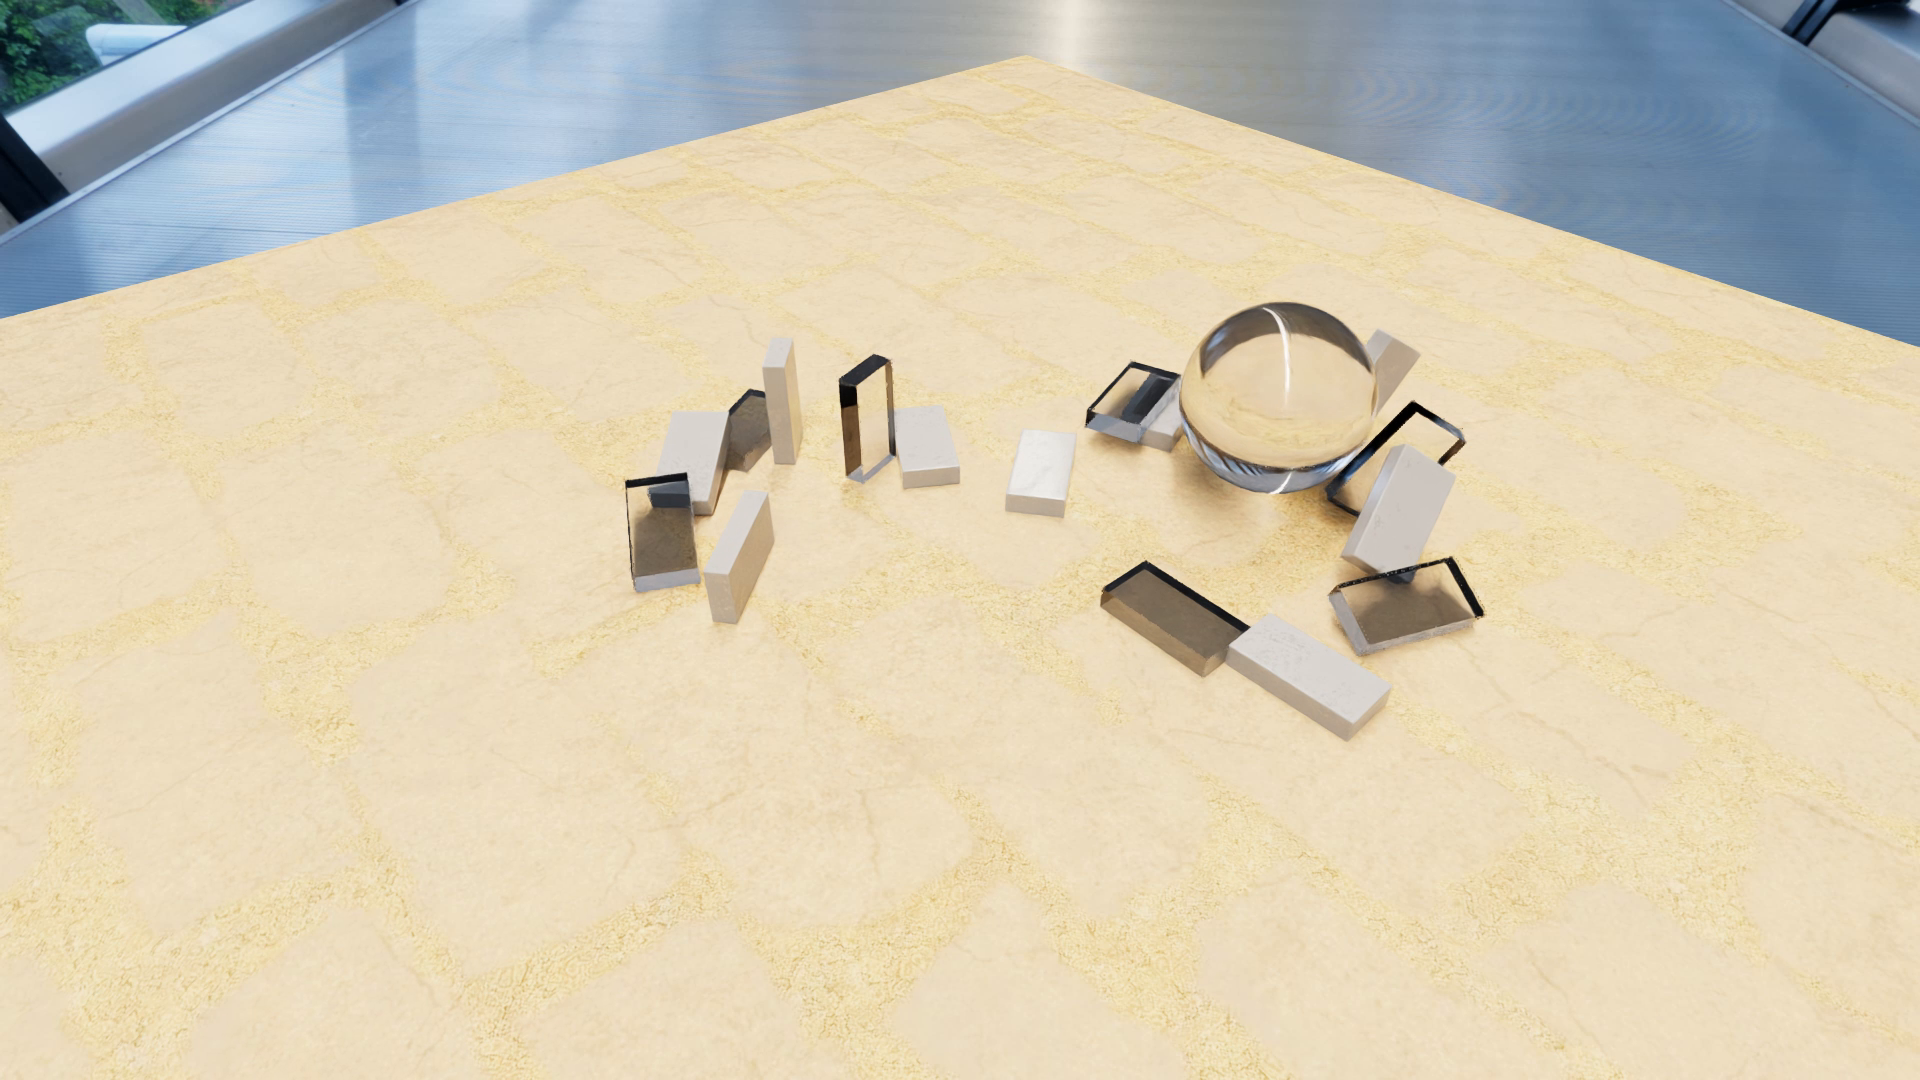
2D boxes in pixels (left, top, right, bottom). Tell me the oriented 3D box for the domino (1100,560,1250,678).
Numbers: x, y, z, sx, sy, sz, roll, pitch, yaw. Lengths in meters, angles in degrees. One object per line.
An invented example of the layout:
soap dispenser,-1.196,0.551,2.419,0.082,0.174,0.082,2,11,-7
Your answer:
domino,0.079,0.028,0.409,0.025,0.010,0.050,-29,48,-31

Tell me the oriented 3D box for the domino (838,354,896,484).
domino,-0.040,-0.052,0.475,0.010,0.050,0.025,22,44,24

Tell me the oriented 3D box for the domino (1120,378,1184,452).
domino,0.096,-0.061,0.518,0.025,0.009,0.050,18,43,21

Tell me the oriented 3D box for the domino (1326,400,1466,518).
domino,0.175,-0.030,0.443,0.025,0.050,0.009,28,36,-12

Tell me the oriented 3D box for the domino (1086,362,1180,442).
domino,0.080,-0.064,0.507,0.025,0.009,0.050,20,44,23

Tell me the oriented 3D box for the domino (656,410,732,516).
domino,-0.115,-0.034,0.474,0.025,0.009,0.050,1,54,3

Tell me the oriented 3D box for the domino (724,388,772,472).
domino,-0.097,-0.051,0.506,0.025,0.010,0.050,13,41,16

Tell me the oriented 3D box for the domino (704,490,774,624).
domino,-0.084,0.006,0.424,0.010,0.025,0.050,6,40,7

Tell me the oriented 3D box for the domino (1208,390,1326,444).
domino,0.144,-0.058,0.514,0.050,0.010,0.025,-4,40,-5

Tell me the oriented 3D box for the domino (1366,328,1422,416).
domino,0.180,-0.067,0.489,0.025,0.050,0.009,14,26,-40

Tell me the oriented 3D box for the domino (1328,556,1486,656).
domino,0.165,0.024,0.407,0.050,0.009,0.025,-12,63,-14

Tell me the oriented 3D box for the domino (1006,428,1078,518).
domino,0.036,-0.030,0.480,0.025,0.009,0.050,7,40,8

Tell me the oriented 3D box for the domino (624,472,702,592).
domino,-0.119,-0.004,0.439,0.025,0.009,0.050,-9,53,-11

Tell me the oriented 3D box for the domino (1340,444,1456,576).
domino,0.170,-0.009,0.425,0.025,0.010,0.050,30,80,-10

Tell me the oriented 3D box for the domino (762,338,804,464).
domino,-0.078,-0.061,0.486,0.010,0.050,0.025,1,39,1

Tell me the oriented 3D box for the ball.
ball,0.132,-0.059,0.460,0.080,0.080,0.080,0,39,0

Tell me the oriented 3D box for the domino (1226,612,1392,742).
domino,0.122,0.047,0.386,0.025,0.010,0.050,-31,48,-32

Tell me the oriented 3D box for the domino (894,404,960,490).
domino,-0.016,-0.043,0.495,0.025,0.010,0.050,-6,40,-7
